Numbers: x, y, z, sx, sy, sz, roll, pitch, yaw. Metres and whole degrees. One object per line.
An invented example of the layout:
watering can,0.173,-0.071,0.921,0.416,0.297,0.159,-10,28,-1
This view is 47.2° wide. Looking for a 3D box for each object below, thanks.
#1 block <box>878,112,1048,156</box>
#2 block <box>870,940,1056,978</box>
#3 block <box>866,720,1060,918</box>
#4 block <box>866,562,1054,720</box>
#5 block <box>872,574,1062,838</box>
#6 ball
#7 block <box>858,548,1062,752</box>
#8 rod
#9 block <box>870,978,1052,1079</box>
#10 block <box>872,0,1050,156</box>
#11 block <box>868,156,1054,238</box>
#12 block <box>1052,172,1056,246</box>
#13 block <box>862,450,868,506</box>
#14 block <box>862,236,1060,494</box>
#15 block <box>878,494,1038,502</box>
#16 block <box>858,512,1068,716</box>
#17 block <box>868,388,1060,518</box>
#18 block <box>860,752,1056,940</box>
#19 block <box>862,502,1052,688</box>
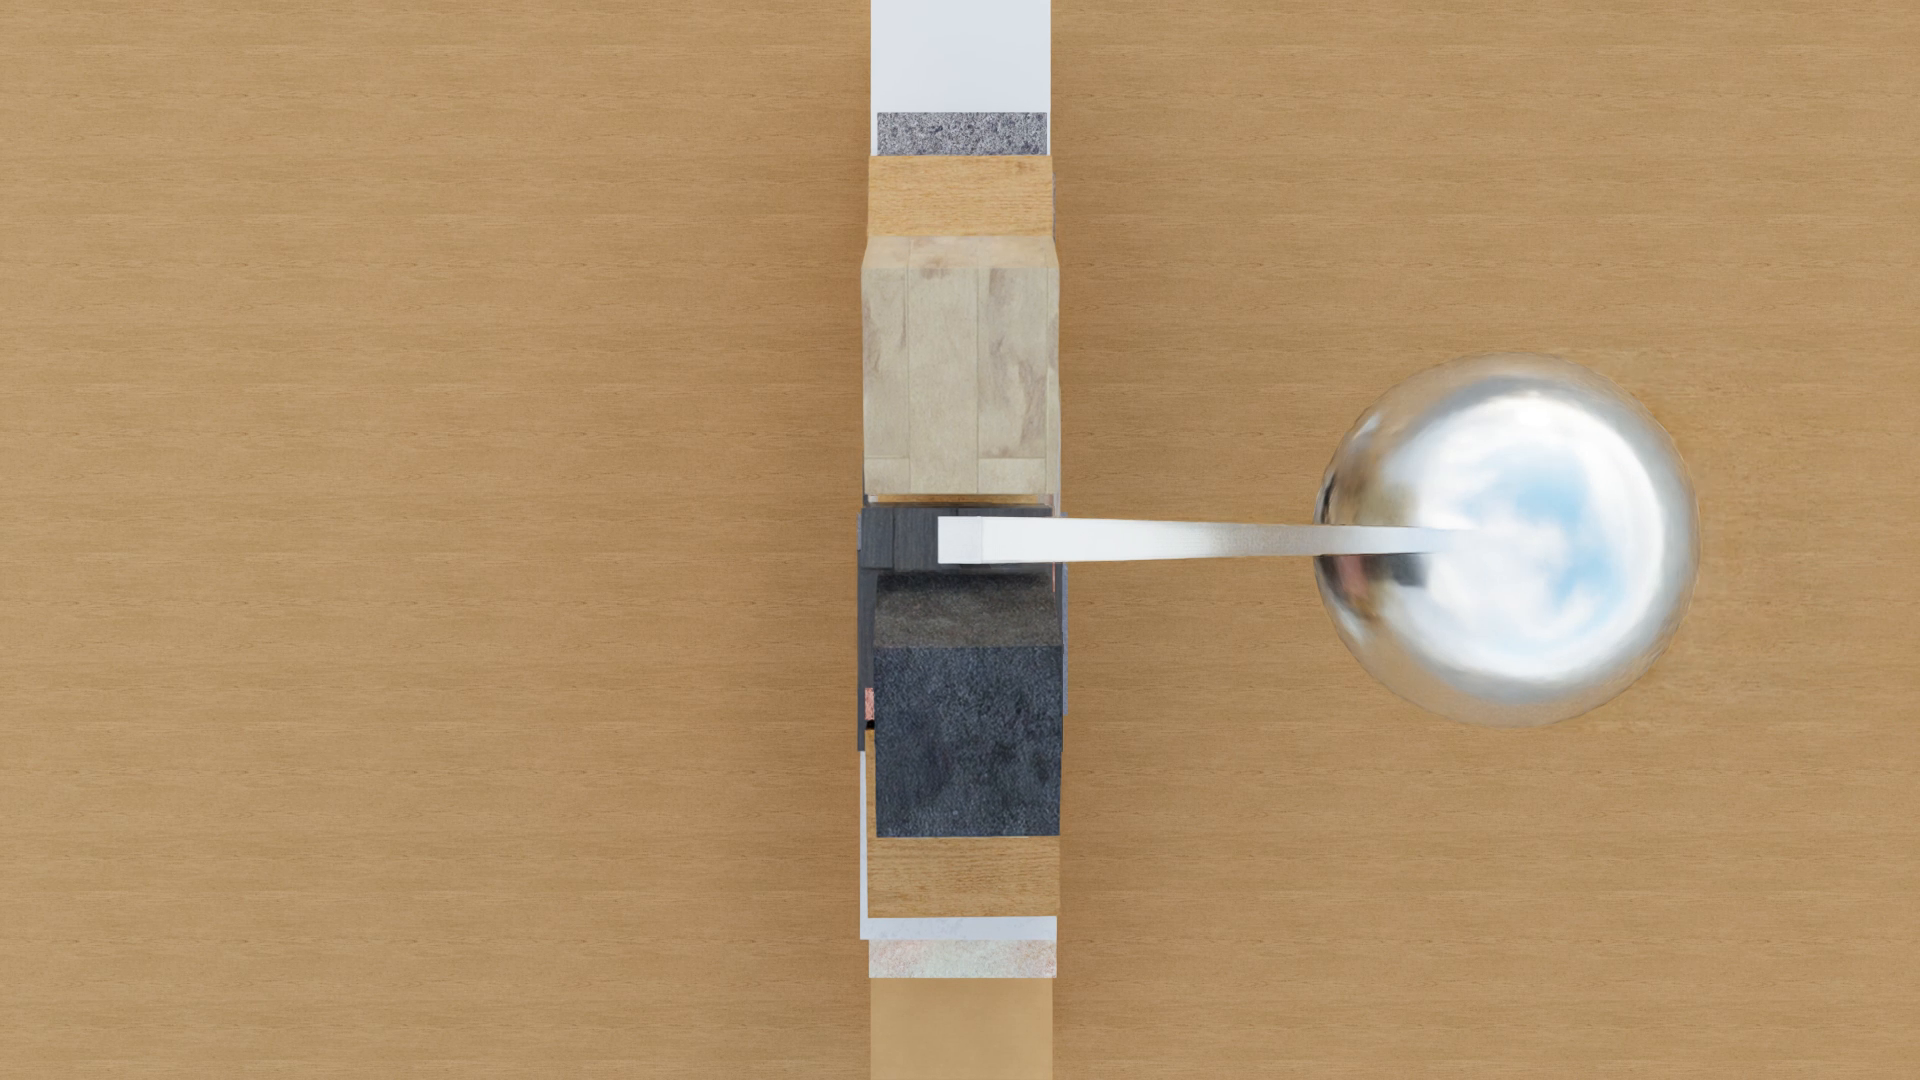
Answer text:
block,0.011,-1.747,11.603,0.862,0.868,0.885,0,93,0
block,0.015,1.748,11.594,0.948,0.964,0.928,0,90,0
block,0.013,1.179,9.707,0.818,0.811,0.801,-1,93,0
block,-0.001,0.377,9.690,0.797,0.794,0.748,0,92,0
block,0.022,0.593,8.069,0.653,0.760,0.722,-1,108,-1
ball,2.295,0.000,9.302,1.600,1.600,1.600,0,90,0
block,-0.001,0.499,10.518,0.942,0.854,0.921,0,92,0
rod,0.994,0.000,6.160,0.080,5.200,0.080,0,90,22
block,0.009,2.407,12.538,0.998,0.925,1.113,0,90,0
block,0.004,-2.474,12.513,0.981,0.974,0.980,0,90,0
block,0.004,-1.188,9.854,0.798,0.825,0.744,0,70,0
block,0.009,-1.237,10.782,0.881,0.816,1.024,0,92,0
block,-0.013,0.055,11.496,0.940,1.127,1.034,0,92,0
block,0.003,-0.673,8.302,0.709,0.671,0.842,0,108,0
block,-0.011,-0.339,9.821,0.693,0.615,0.656,0,92,0
block,0.014,0.406,12.537,1.155,0.926,1.113,0,90,0
block,0.019,-0.339,10.525,0.888,0.792,0.746,0,92,0
block,-0.008,1.400,10.618,0.904,0.976,0.871,0,91,0
block,-0.016,0.205,8.866,0.733,0.840,0.691,0,92,-1
